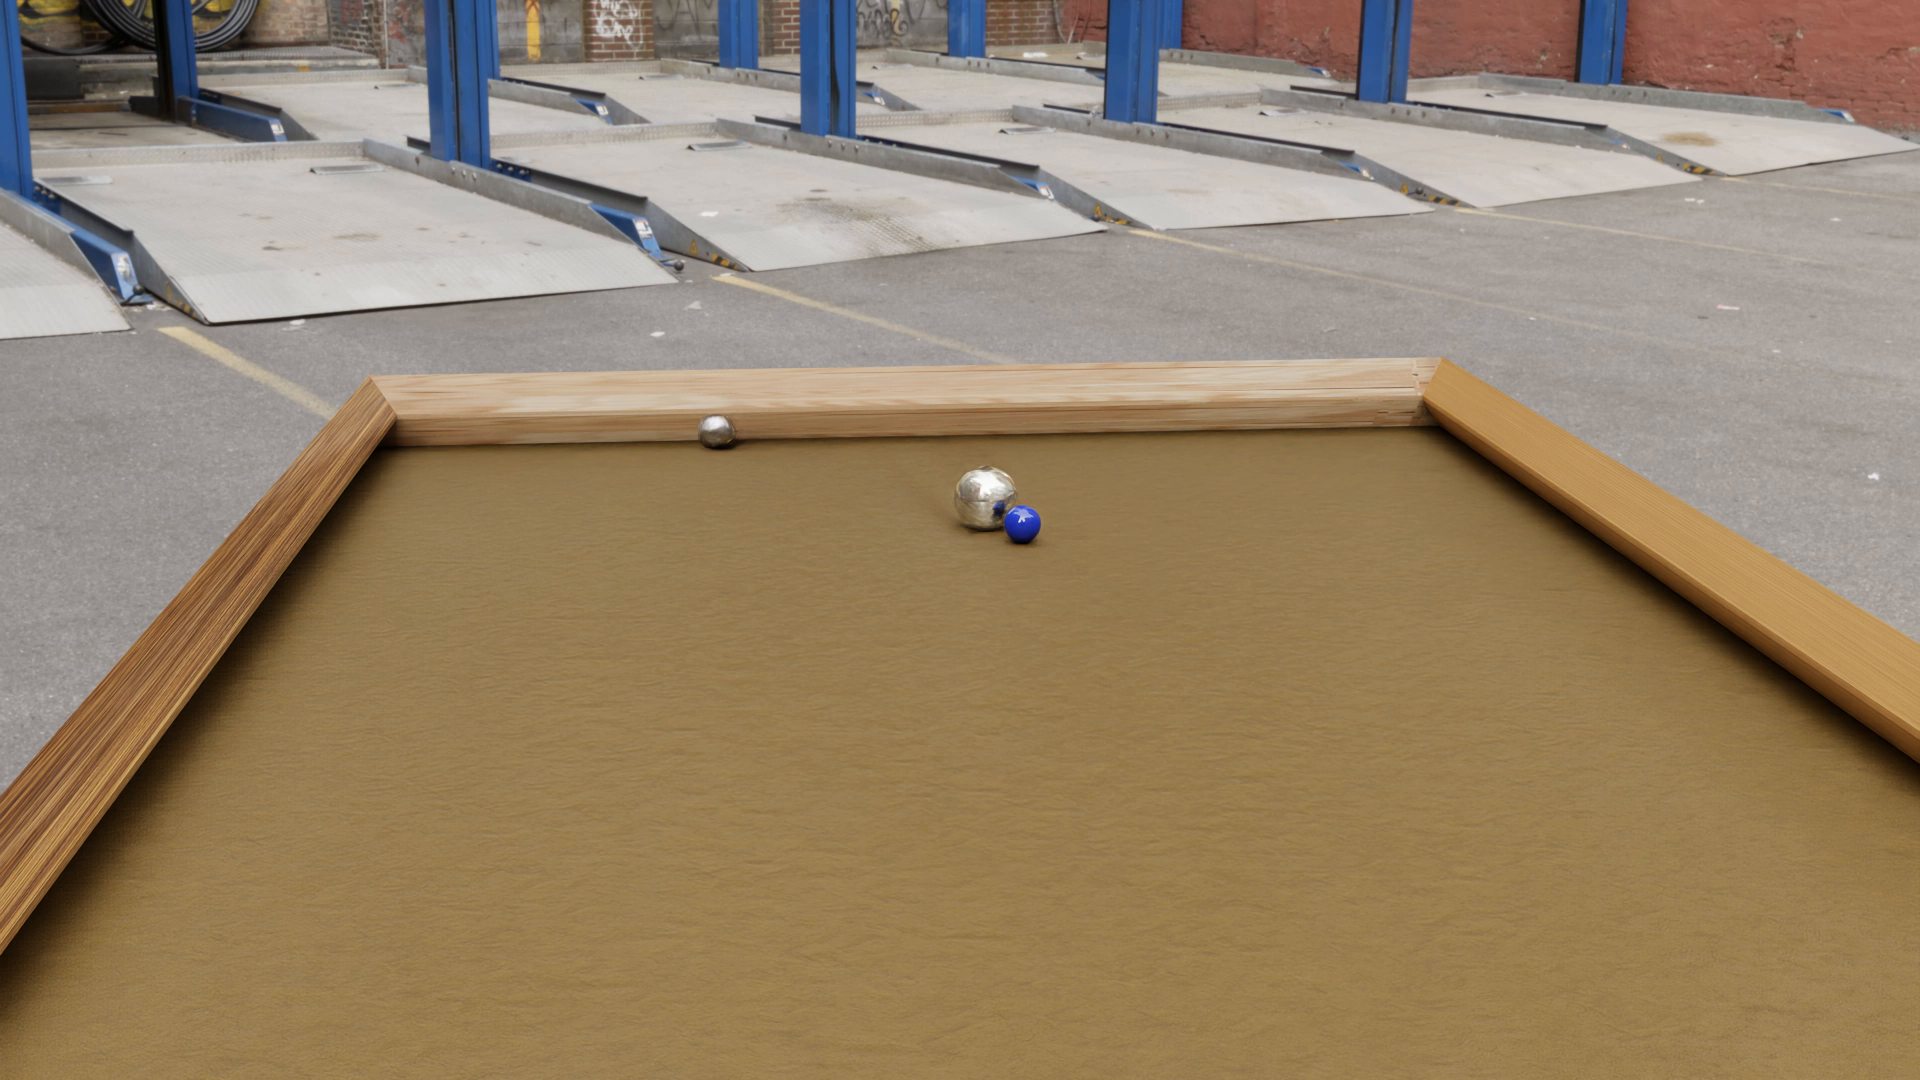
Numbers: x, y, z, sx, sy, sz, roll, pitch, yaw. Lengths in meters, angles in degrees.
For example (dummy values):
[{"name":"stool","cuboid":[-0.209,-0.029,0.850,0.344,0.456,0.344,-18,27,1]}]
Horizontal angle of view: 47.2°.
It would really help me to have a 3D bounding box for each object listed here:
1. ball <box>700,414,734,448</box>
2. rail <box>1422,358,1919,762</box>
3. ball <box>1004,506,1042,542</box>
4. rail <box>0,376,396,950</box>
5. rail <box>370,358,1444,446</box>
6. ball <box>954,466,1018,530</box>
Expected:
[{"name":"ball","cuboid":[-0.367,-0.164,3.313,0.051,0.051,0.051,0,15,0]},{"name":"rail","cuboid":[0.865,0.137,2.098,0.045,0.108,2.833,-1,15,-5]},{"name":"ball","cuboid":[0.079,-0.020,2.794,0.048,0.048,0.048,0,15,0]},{"name":"rail","cuboid":[-0.736,0.176,1.956,0.045,0.108,2.833,-1,15,-5]},{"name":"rail","cuboid":[-0.063,-0.208,3.365,1.655,0.108,0.045,-1,15,-5]},{"name":"ball","cuboid":[0.034,-0.054,2.850,0.083,0.083,0.083,0,15,0]}]
